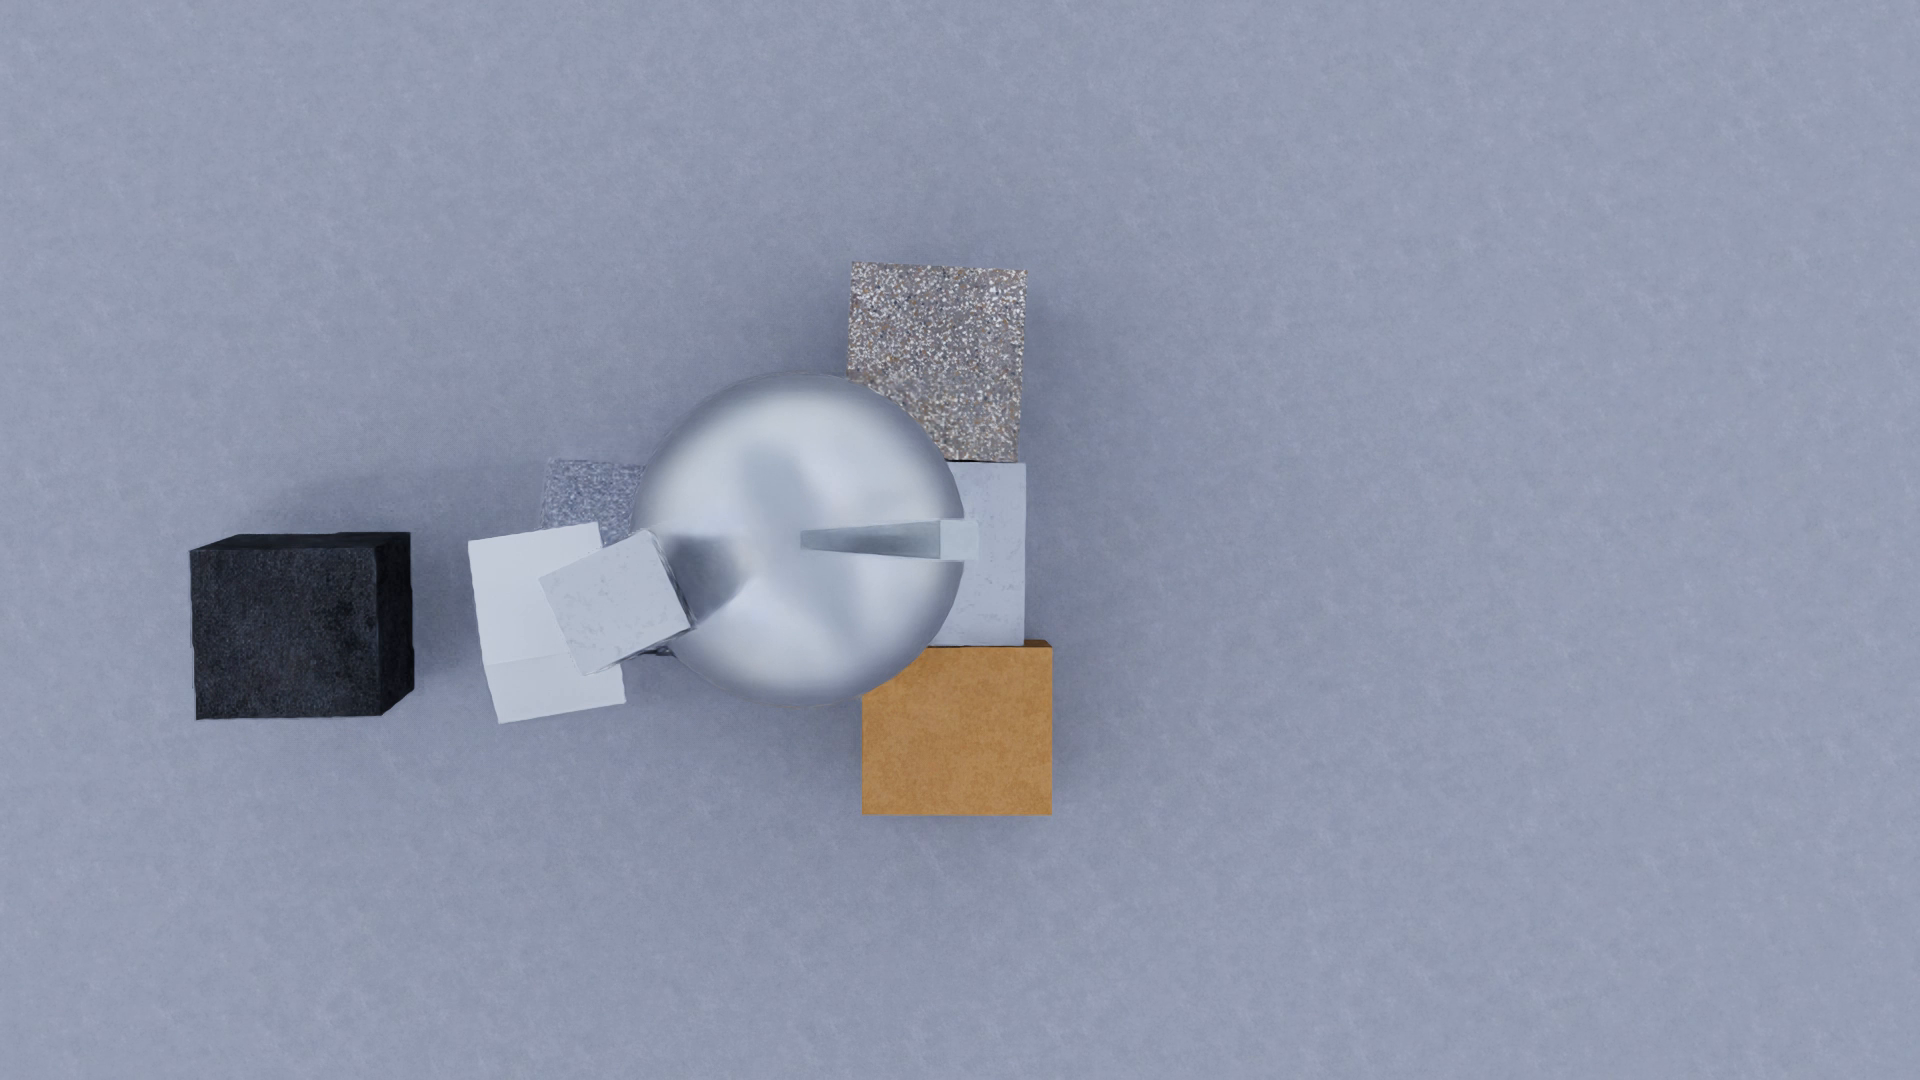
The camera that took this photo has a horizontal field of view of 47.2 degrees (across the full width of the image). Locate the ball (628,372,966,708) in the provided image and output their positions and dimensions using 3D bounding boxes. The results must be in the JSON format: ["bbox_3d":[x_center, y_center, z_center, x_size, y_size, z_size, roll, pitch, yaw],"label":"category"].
[{"bbox_3d":[-0.767,0.000,10.472,1.600,1.600,1.600,0,90,0],"label":"ball"}]

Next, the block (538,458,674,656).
[{"bbox_3d":[-1.667,0.139,12.338,1.086,0.938,0.990,5,85,19],"label":"block"}]

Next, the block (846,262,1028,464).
[{"bbox_3d":[-0.139,-0.981,12.558,0.969,0.885,1.060,3,90,0],"label":"block"}]

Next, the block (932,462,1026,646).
[{"bbox_3d":[-0.088,0.076,12.570,0.896,0.859,1.010,1,90,0],"label":"block"}]

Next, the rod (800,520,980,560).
[{"bbox_3d":[-0.333,0.000,7.099,0.080,5.200,0.080,0,90,-7],"label":"rod"}]

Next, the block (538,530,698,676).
[{"bbox_3d":[-1.482,0.279,9.593,0.501,0.535,0.454,-25,89,-4],"label":"block"}]

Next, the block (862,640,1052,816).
[{"bbox_3d":[-0.016,1.047,12.521,1.042,0.958,0.919,0,90,0],"label":"block"}]

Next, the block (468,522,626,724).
[{"bbox_3d":[-2.029,0.412,10.832,0.630,0.665,0.677,-9,62,-10],"label":"block"}]

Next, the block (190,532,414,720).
[{"bbox_3d":[-3.701,0.467,12.460,0.995,0.940,0.928,-1,96,-3],"label":"block"}]
